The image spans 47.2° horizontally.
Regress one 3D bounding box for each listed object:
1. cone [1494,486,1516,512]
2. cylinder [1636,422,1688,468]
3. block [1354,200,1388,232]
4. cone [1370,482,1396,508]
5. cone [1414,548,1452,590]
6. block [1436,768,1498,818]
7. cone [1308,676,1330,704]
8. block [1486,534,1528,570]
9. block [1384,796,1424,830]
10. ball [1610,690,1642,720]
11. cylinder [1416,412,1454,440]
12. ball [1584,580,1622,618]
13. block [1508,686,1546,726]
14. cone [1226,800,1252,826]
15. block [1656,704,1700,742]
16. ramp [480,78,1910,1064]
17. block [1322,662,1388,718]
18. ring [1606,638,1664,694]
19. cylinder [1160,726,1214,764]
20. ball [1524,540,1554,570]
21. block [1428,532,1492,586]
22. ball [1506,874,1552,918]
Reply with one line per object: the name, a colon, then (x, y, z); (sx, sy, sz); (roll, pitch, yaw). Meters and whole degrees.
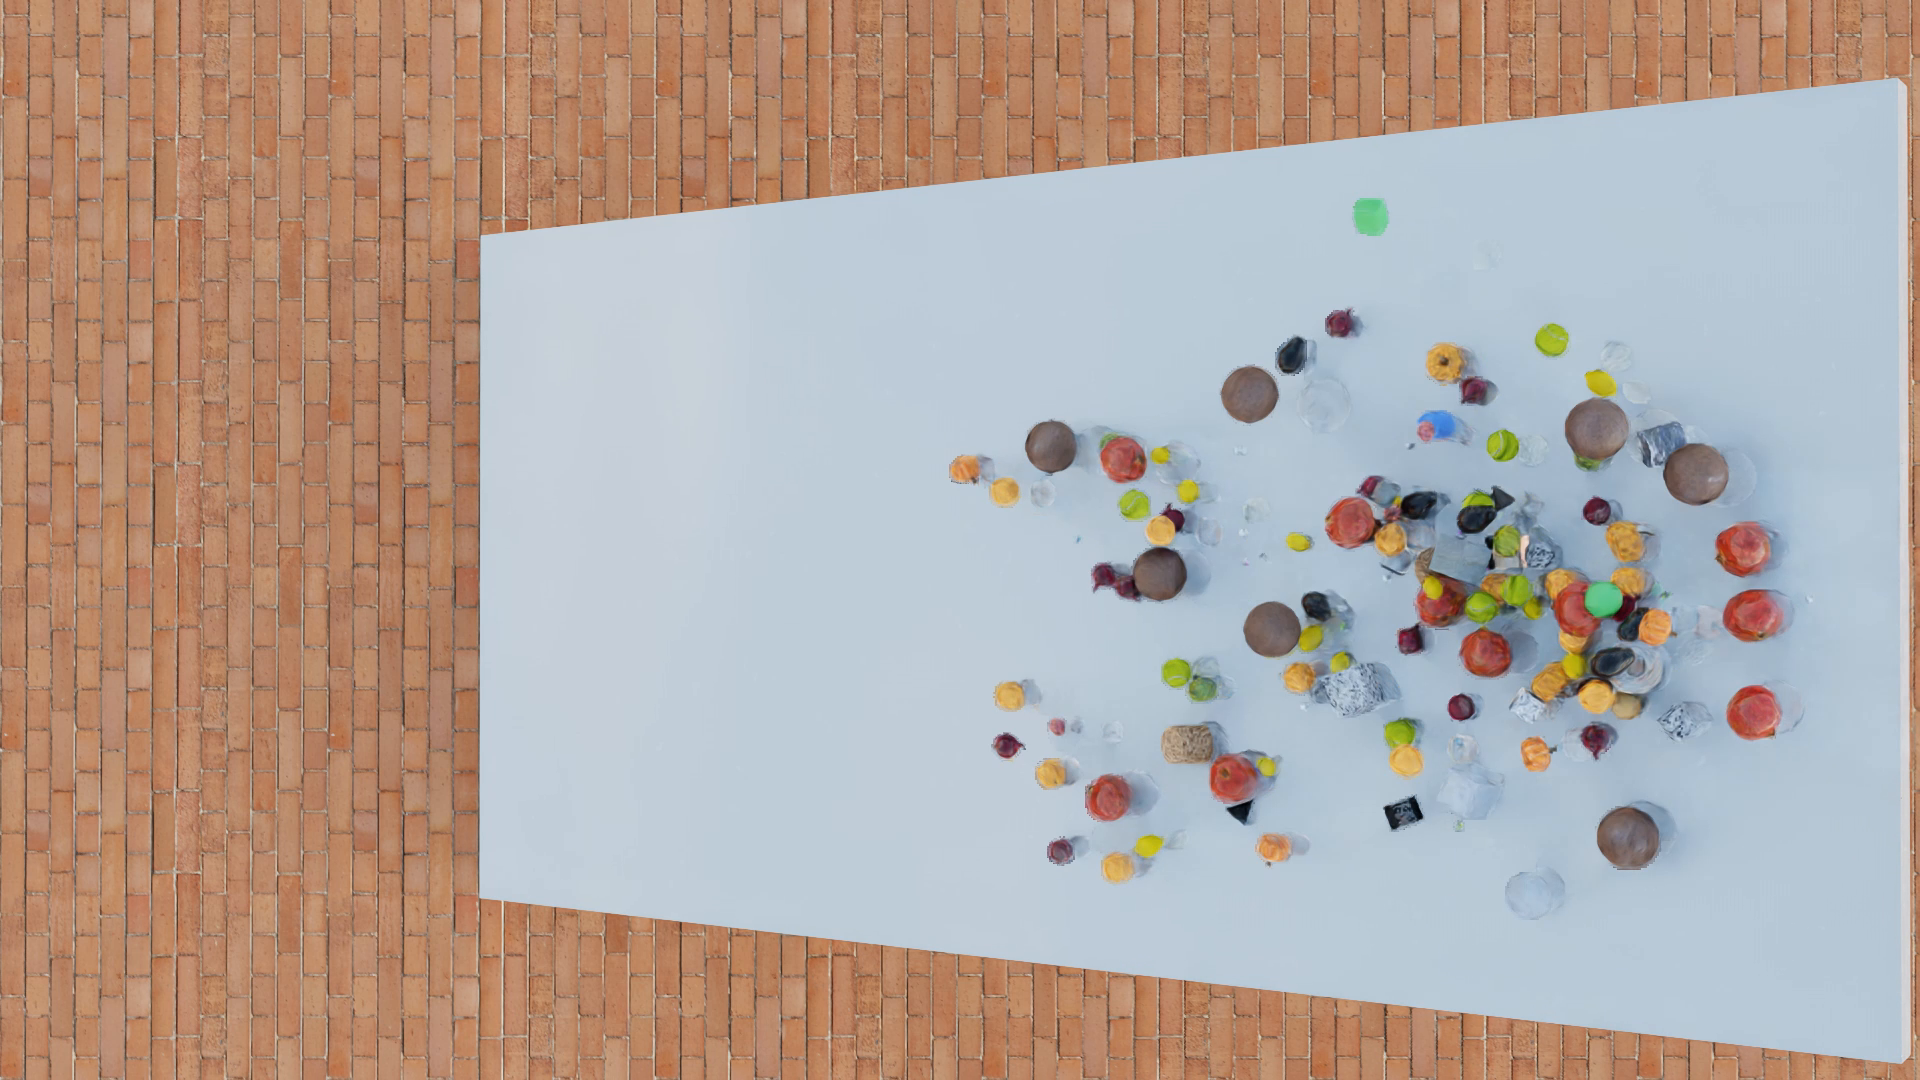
cone: (1.181, -0.098, 4.815); (0.054, 0.054, 0.054); (-32, 89, 0)
cylinder: (1.482, -0.201, 4.640); (0.079, 0.079, 0.079); (-16, 90, 1)
block: (0.879, -0.694, 4.709); (0.051, 0.051, 0.051); (6, 44, 32)
cone: (0.935, -0.097, 4.934); (0.059, 0.059, 0.059); (-9, 89, -43)
cone: (1.053, 0.065, 4.958); (0.095, 0.095, 0.095); (0, 89, 33)
block: (1.130, 0.564, 4.902); (0.080, 0.080, 0.080); (32, 106, 44)
cone: (0.833, 0.352, 5.110); (0.067, 0.067, 0.067); (2, 94, 26)
block: (1.213, 0.025, 4.868); (0.072, 0.072, 0.072); (-6, 86, 33)
block: (1.003, 0.618, 4.976); (0.055, 0.055, 0.055); (-16, 79, -22)
ball: (1.432, 0.354, 4.727); (0.066, 0.066, 0.066); (0, 90, 0)
cylinder: (1.071, -0.257, 4.952); (0.060, 0.060, 0.060); (-3, 95, -45)
ball: (1.353, 0.125, 4.622); (0.078, 0.078, 0.078); (0, 90, 0)
block: (1.242, 0.363, 4.819); (0.055, 0.055, 0.055); (34, 100, 3)
cone: (0.676, 0.640, 5.236); (0.059, 0.059, 0.059); (44, 88, 0)
block: (1.514, 0.386, 4.644); (0.055, 0.055, 0.055); (-40, 87, 1)
ramp: (0.256, 0.070, 5.591); (4.000, 0.100, 2.000); (0, 89, 33)
block: (0.906, 0.345, 5.052); (0.094, 0.094, 0.094); (-28, 75, 30)
ring: (1.441, 0.271, 4.701); (0.121, 0.040, 0.121); (-2, 77, 8)
cylinder: (0.544, 0.490, 5.268); (0.091, 0.091, 0.091); (1, 89, -27)
ball: (1.273, 0.033, 4.834); (0.065, 0.065, 0.065); (0, 90, 0)
block: (1.097, 0.042, 4.819); (0.083, 0.083, 0.083); (15, 96, -32)
ball: (1.249, 0.780, 4.824); (0.096, 0.096, 0.096); (0, 90, 0)
